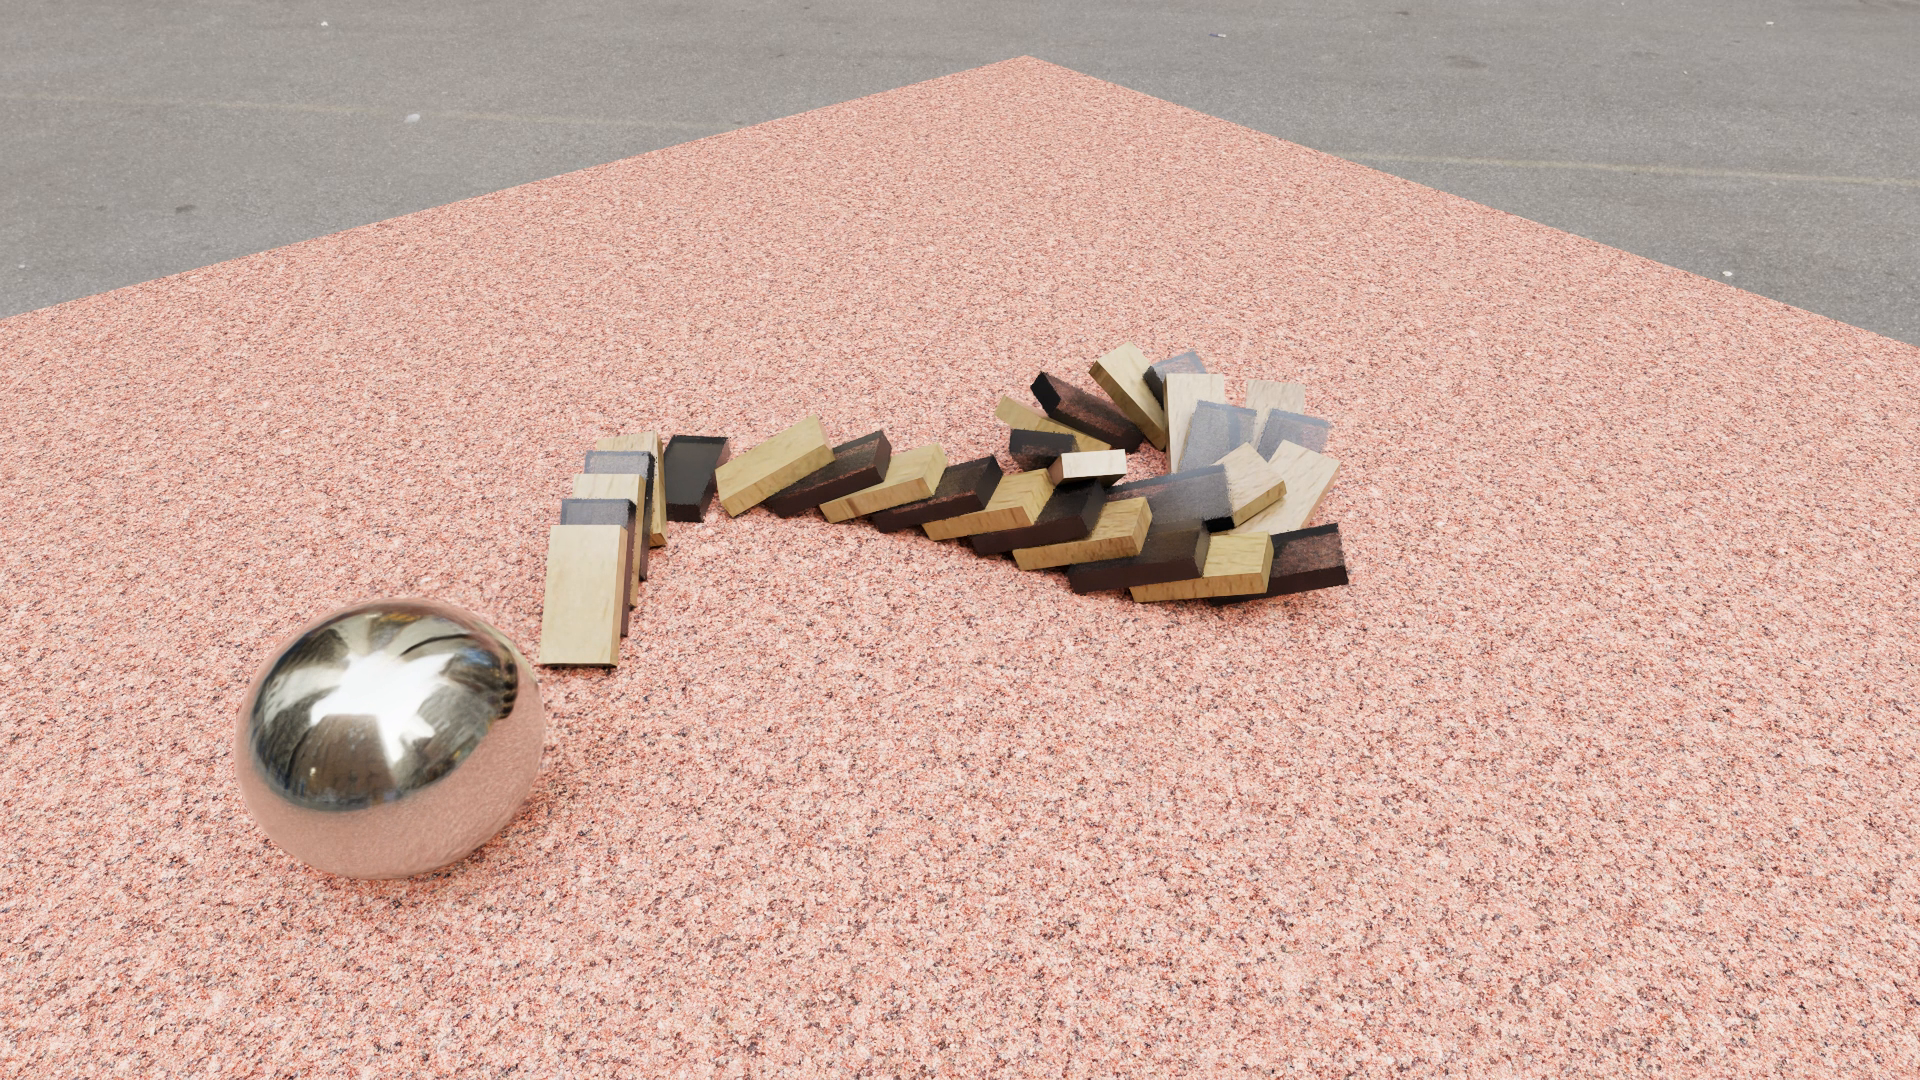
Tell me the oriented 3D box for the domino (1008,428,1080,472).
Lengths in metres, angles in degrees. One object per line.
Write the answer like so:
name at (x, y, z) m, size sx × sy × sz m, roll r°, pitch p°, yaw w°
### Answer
domino at (0.037, -0.035, 0.460) m, size 0.025 × 0.050 × 0.009 m, roll 7°, pitch 85°, yaw 12°

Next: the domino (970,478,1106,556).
domino at (0.031, -0.009, 0.434) m, size 0.050 × 0.010 × 0.025 m, roll -12°, pitch 32°, yaw 33°

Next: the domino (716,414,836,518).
domino at (-0.079, -0.032, 0.466) m, size 0.050 × 0.009 × 0.025 m, roll -29°, pitch 40°, yaw 4°

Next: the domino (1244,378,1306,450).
domino at (0.137, -0.047, 0.485) m, size 0.025 × 0.010 × 0.050 m, roll 8°, pitch 64°, yaw 10°

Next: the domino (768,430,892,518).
domino at (-0.054, -0.028, 0.460) m, size 0.050 × 0.010 × 0.025 m, roll -18°, pitch 35°, yaw 20°

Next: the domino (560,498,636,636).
domino at (-0.136, 0.010, 0.409) m, size 0.025 × 0.009 × 0.050 m, roll 0°, pitch 77°, yaw 0°

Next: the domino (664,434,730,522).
domino at (-0.118, -0.027, 0.477) m, size 0.025 × 0.009 × 0.050 m, roll 3°, pitch 39°, yaw 3°

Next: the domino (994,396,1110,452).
domino at (0.041, -0.048, 0.479) m, size 0.050 × 0.009 × 0.025 m, roll 14°, pitch 19°, yaw -46°

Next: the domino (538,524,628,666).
domino at (-0.136, 0.020, 0.397) m, size 0.025 × 0.009 × 0.050 m, roll 0°, pitch 77°, yaw 0°

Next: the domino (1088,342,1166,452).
domino at (0.085, -0.067, 0.508) m, size 0.025 × 0.009 × 0.050 m, roll -33°, pitch 77°, yaw -34°

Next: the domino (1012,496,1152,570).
domino at (0.048, -0.002, 0.431) m, size 0.050 × 0.010 × 0.025 m, roll -9°, pitch 33°, yaw 29°

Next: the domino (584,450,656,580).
domino at (-0.136, -0.010, 0.433) m, size 0.025 × 0.009 × 0.050 m, roll 0°, pitch 76°, yaw 0°

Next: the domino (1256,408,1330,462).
domino at (0.137, -0.030, 0.465) m, size 0.025 × 0.010 × 0.050 m, roll 17°, pitch 67°, yaw 19°

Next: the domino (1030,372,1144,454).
domino at (0.057, -0.057, 0.493) m, size 0.050 × 0.010 × 0.025 m, roll 19°, pitch 29°, yaw -32°

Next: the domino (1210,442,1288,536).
domino at (0.103, -0.015, 0.443) m, size 0.050 × 0.009 × 0.025 m, roll -34°, pitch 51°, yaw 2°

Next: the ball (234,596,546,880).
ball at (-0.163, 0.056, 0.319) m, size 0.080 × 0.080 × 0.080 m, roll 0°, pitch 39°, yaw 0°

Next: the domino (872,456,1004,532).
domino at (-0.009, -0.019, 0.448) m, size 0.050 × 0.009 × 0.025 m, roll -12°, pitch 31°, yaw 31°

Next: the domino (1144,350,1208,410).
domino at (0.107, -0.060, 0.498) m, size 0.025 × 0.010 × 0.050 m, roll -21°, pitch 73°, yaw -23°

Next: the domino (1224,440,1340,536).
domino at (0.131, -0.015, 0.446) m, size 0.025 × 0.010 × 0.050 m, roll 28°, pitch 71°, yaw 27°

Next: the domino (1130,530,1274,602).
domino at (0.091, 0.010, 0.417) m, size 0.050 × 0.009 × 0.025 m, roll -6°, pitch 34°, yaw 28°

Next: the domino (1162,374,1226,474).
domino at (0.103, -0.048, 0.481) m, size 0.025 × 0.009 × 0.050 m, roll 1°, pitch 72°, yaw 0°

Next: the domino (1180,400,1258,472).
domino at (0.107, -0.033, 0.464) m, size 0.025 × 0.010 × 0.050 m, roll 12°, pitch 72°, yaw 15°

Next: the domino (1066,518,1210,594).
domino at (0.068, 0.006, 0.420) m, size 0.050 × 0.010 × 0.025 m, roll -9°, pitch 33°, yaw 28°

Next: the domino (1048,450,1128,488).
domino at (0.049, -0.026, 0.448) m, size 0.025 × 0.050 × 0.009 m, roll -4°, pitch 82°, yaw -7°

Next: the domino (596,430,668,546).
domino at (-0.135, -0.020, 0.452) m, size 0.025 × 0.010 × 0.050 m, roll -10°, pitch 61°, yaw -2°

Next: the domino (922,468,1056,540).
domino at (0.011, -0.014, 0.442) m, size 0.050 × 0.010 × 0.025 m, roll -9°, pitch 33°, yaw 37°

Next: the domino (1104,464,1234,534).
domino at (0.082, -0.013, 0.439) m, size 0.050 × 0.010 × 0.025 m, roll -11°, pitch 55°, yaw 19°

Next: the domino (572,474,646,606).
domino at (-0.136, 0.000, 0.421) m, size 0.025 × 0.010 × 0.050 m, roll 0°, pitch 77°, yaw 0°

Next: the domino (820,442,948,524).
domino at (-0.032, -0.024, 0.455) m, size 0.050 × 0.009 × 0.025 m, roll -14°, pitch 33°, yaw 26°

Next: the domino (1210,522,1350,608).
domino at (0.120, 0.010, 0.418) m, size 0.050 × 0.010 × 0.025 m, roll -12°, pitch 35°, yaw 20°
